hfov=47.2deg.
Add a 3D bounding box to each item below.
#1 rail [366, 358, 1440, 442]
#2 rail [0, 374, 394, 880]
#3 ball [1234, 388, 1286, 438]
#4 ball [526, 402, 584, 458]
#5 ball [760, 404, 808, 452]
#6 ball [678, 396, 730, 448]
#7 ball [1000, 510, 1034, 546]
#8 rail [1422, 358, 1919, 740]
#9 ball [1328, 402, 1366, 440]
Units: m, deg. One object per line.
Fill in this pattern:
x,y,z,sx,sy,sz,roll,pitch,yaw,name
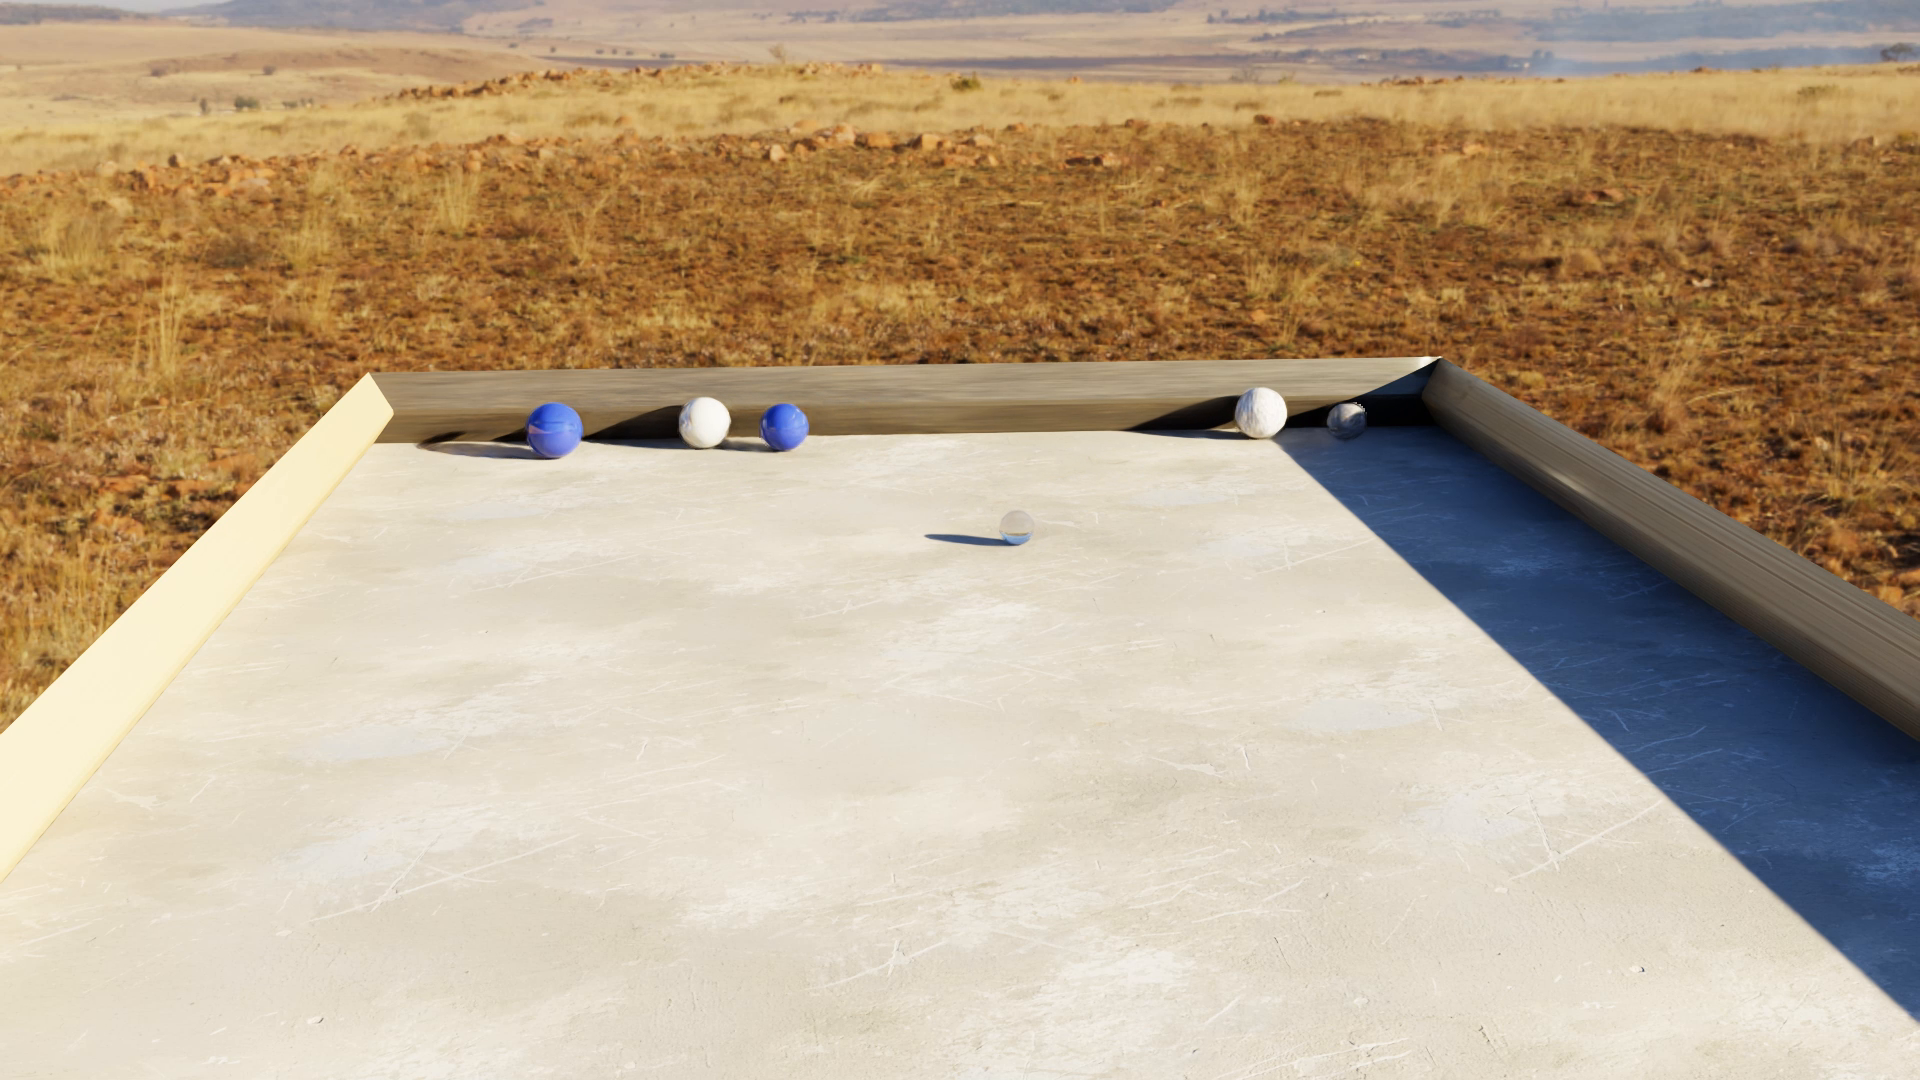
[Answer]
-0.073,-0.231,3.674,1.803,0.117,0.045,-1,14,-5,rail
-0.800,0.207,1.949,0.045,0.117,3.468,-1,14,-5,rail
0.501,-0.211,3.665,0.086,0.086,0.086,0,14,0,ball
-0.648,-0.175,3.514,0.090,0.090,0.090,0,14,0,ball
-0.285,-0.183,3.569,0.078,0.078,0.078,0,14,0,ball
-0.417,-0.192,3.589,0.085,0.085,0.085,0,14,0,ball
0.077,-0.016,2.976,0.047,0.047,0.047,0,14,0,ball
0.949,0.169,2.096,0.045,0.117,3.468,-1,14,-5,rail
0.642,-0.197,3.653,0.063,0.063,0.063,0,14,0,ball
